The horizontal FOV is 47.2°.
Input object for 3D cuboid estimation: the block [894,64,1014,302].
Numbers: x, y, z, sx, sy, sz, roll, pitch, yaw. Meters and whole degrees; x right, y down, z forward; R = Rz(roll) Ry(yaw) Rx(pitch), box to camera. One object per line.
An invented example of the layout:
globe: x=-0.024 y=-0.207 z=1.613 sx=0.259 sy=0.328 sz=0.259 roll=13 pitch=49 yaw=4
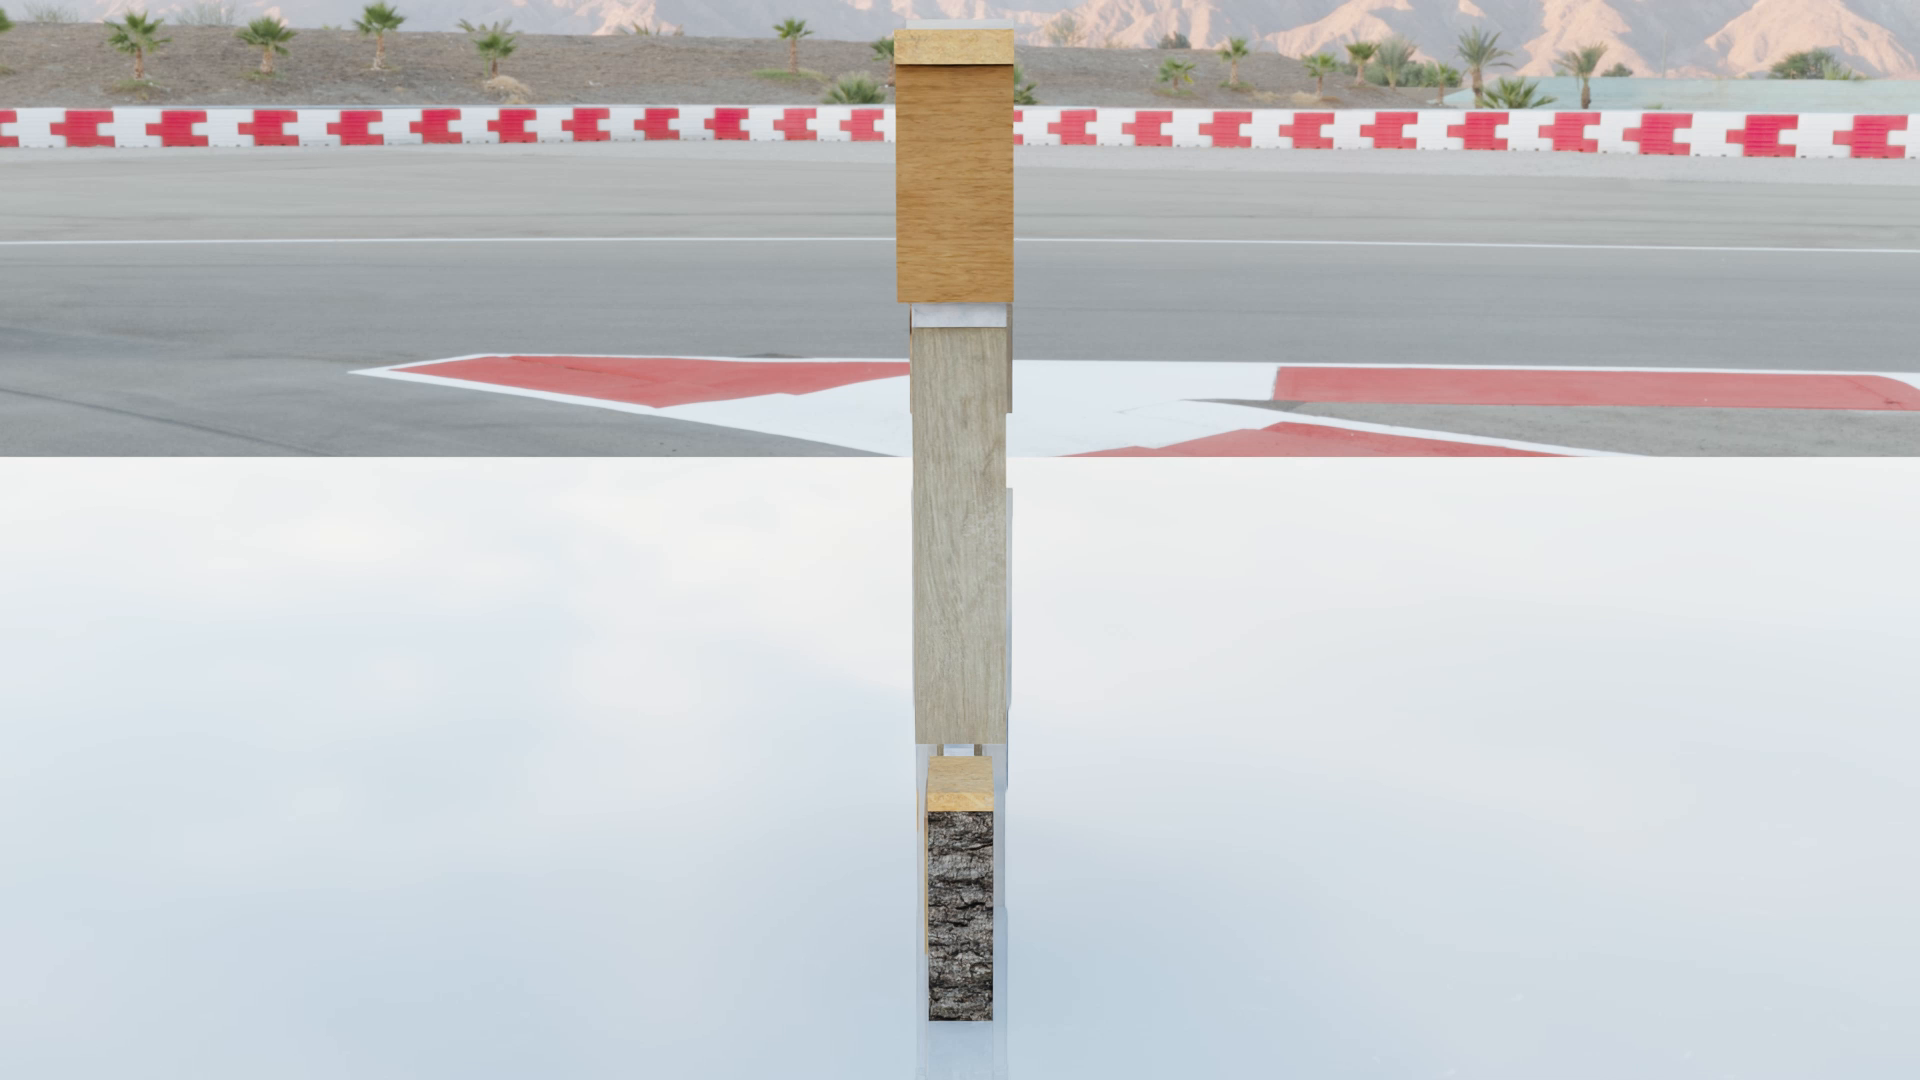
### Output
block: x=-0.007 y=-0.510 z=3.150 sx=0.167 sy=0.334 sz=0.047 roll=0 pitch=11 yaw=0

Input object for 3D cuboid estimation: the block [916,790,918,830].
block: x=-0.002 y=0.033 z=3.929 sx=0.154 sy=1.000 sz=0.044 roll=0 pitch=11 yaw=0

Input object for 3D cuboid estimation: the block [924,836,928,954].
block: x=-0.005 y=0.540 z=3.393 sx=0.099 sy=0.199 sz=0.028 roll=0 pitch=11 yaw=0

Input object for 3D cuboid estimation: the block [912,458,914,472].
block: x=-0.002 y=-0.270 z=3.663 sx=0.154 sy=0.308 sz=0.044 roll=0 pitch=11 yaw=0

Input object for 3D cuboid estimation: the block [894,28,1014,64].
block: x=-0.007 y=-0.717 z=3.225 sx=0.167 sy=0.047 sz=0.334 roll=0 pitch=10 yaw=0

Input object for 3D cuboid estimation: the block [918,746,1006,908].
block: x=0.003 y=0.460 z=3.599 sx=0.141 sy=0.282 sz=0.040 roll=0 pitch=11 yaw=0

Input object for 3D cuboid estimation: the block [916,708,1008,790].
block: x=0.003 y=0.173 z=3.826 sx=0.162 sy=0.530 sz=0.046 roll=0 pitch=11 yaw=0

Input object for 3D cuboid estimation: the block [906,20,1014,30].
block: x=0.001 y=-0.809 z=3.553 sx=0.165 sy=0.047 sz=0.329 roll=0 pitch=10 yaw=0

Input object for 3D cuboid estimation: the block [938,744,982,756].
block: x=0.000 y=0.280 z=3.445 sx=0.071 sy=0.237 sz=0.020 roll=0 pitch=11 yaw=0

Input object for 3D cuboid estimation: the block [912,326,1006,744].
block: x=0.000 y=-0.006 z=3.314 sx=0.139 sy=0.638 sz=0.039 roll=0 pitch=11 yaw=0

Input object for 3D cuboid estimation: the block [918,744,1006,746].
block: x=0.003 y=0.284 z=3.662 sx=0.141 sy=0.040 sz=0.282 roll=0 pitch=11 yaw=0

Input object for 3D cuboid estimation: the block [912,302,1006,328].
block: x=-0.001 y=-0.355 z=3.342 sx=0.139 sy=0.039 sz=0.277 roll=0 pitch=10 yaw=0

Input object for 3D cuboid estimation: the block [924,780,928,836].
block: x=-0.005 y=0.416 z=3.437 sx=0.099 sy=0.028 sz=0.199 roll=0 pitch=11 yaw=0

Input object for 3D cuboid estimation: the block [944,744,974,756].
block: x=-0.002 y=0.314 z=3.376 sx=0.046 sy=0.013 sz=0.092 roll=0 pitch=11 yaw=0

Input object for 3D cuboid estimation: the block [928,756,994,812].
block: x=0.001 y=0.348 z=3.156 sx=0.092 sy=0.026 sz=0.185 roll=0 pitch=11 yaw=0

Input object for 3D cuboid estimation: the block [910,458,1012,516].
block: x=0.003 y=-0.090 z=3.667 sx=0.162 sy=0.046 sz=0.325 roll=0 pitch=11 yaw=0

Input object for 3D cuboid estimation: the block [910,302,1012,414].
block: x=0.001 y=-0.486 z=3.500 sx=0.165 sy=0.568 sz=0.047 roll=0 pitch=11 yaw=0

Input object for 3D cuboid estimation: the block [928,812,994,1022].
block: x=0.001 y=0.529 z=3.127 sx=0.092 sy=0.318 sz=0.026 roll=0 pitch=11 yaw=0

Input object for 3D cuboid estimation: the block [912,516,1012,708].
block: x=0.003 y=0.112 z=3.594 sx=0.162 sy=0.325 sz=0.046 roll=0 pitch=11 yaw=0
